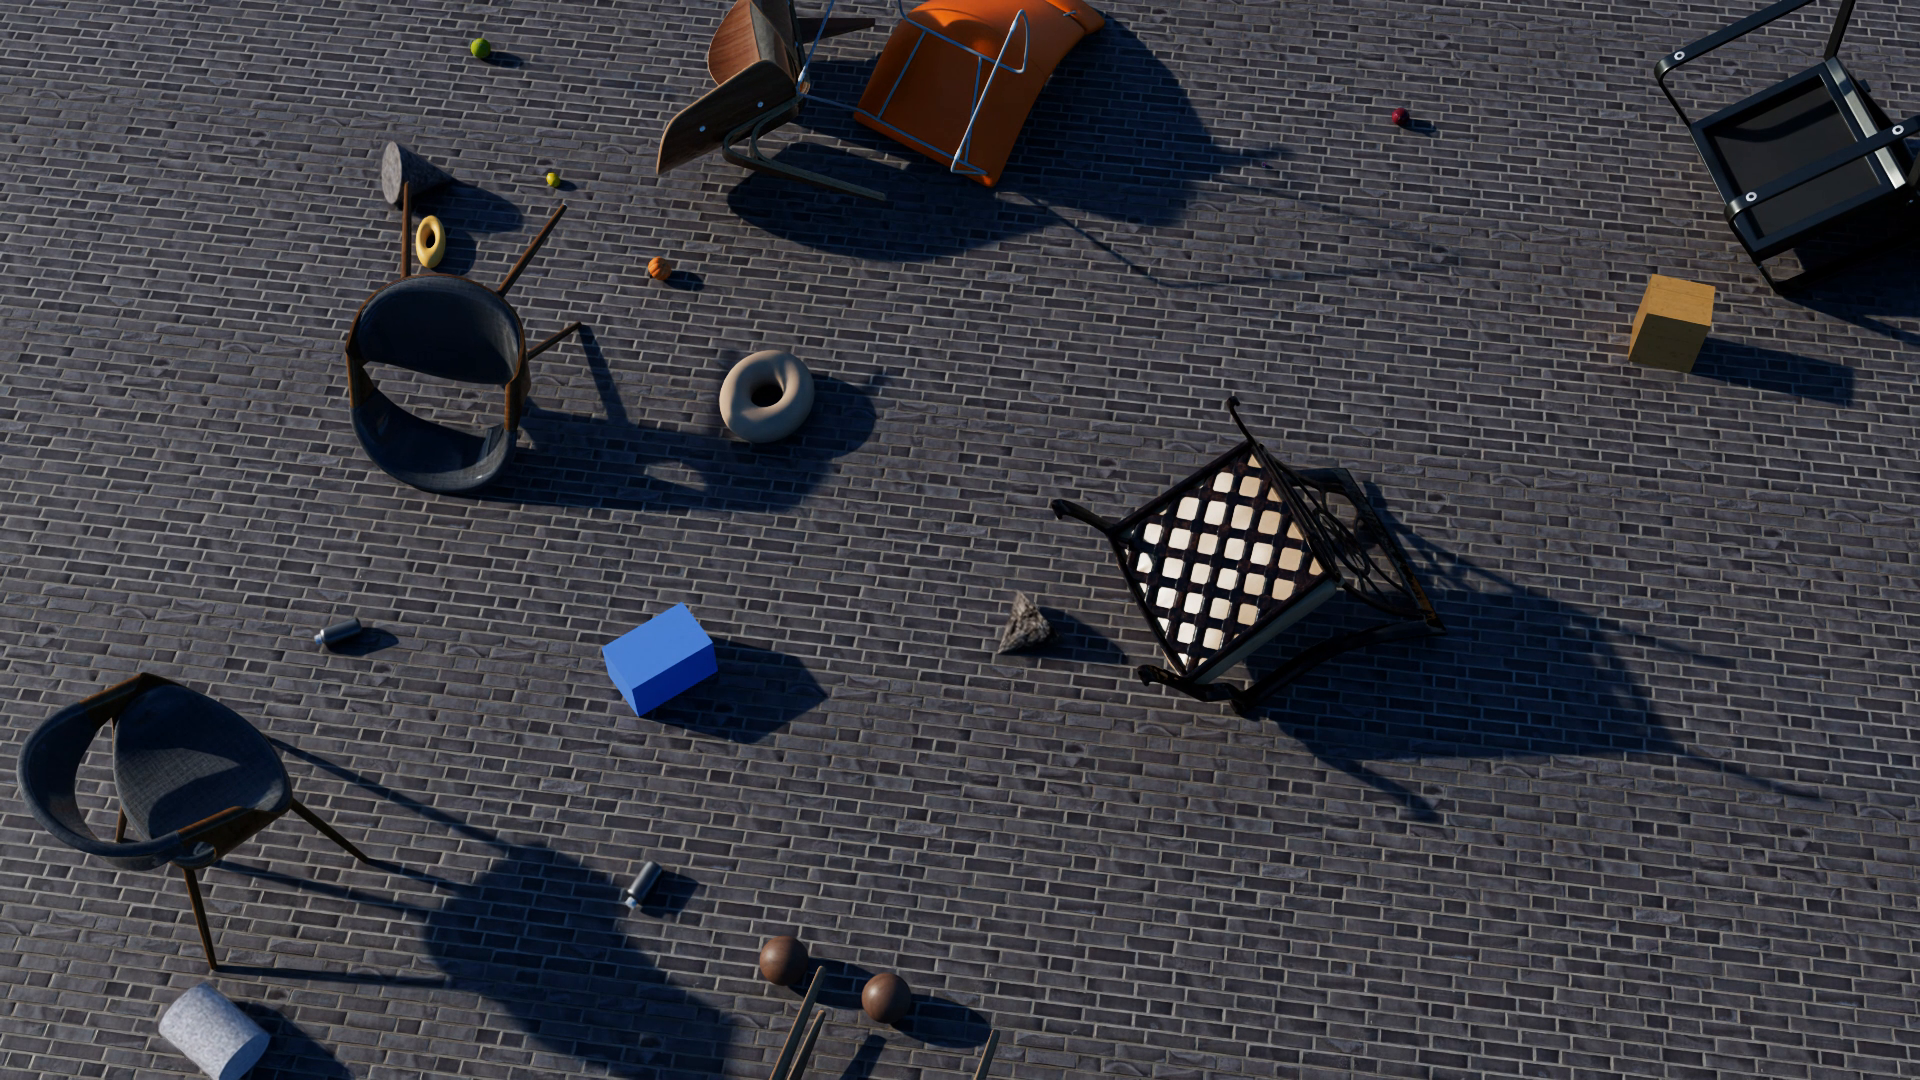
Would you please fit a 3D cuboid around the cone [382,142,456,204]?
[{"bbox_3d":[-1.785,-1.212,7.330,0.221,0.200,0.245,1,26,-30],"label":"cone"}]

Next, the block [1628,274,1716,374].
[{"bbox_3d":[2.227,-0.676,6.886,0.193,0.236,0.165,13,57,9],"label":"block"}]

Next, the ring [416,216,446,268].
[{"bbox_3d":[-1.731,-0.976,7.195,0.095,0.057,0.213,-4,57,-5],"label":"ring"}]

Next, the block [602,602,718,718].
[{"bbox_3d":[-0.851,0.339,6.251,0.265,0.158,0.166,-30,61,-19],"label":"block"}]

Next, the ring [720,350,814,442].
[{"bbox_3d":[-0.596,-0.445,6.805,0.288,0.114,0.333,17,59,10],"label":"ring"}]

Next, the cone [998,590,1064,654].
[{"bbox_3d":[0.171,0.273,6.353,0.171,0.133,0.215,-42,65,-1],"label":"cone"}]

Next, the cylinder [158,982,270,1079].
[{"bbox_3d":[-1.913,1.267,5.647,0.225,0.127,0.169,32,59,20],"label":"cylinder"}]
